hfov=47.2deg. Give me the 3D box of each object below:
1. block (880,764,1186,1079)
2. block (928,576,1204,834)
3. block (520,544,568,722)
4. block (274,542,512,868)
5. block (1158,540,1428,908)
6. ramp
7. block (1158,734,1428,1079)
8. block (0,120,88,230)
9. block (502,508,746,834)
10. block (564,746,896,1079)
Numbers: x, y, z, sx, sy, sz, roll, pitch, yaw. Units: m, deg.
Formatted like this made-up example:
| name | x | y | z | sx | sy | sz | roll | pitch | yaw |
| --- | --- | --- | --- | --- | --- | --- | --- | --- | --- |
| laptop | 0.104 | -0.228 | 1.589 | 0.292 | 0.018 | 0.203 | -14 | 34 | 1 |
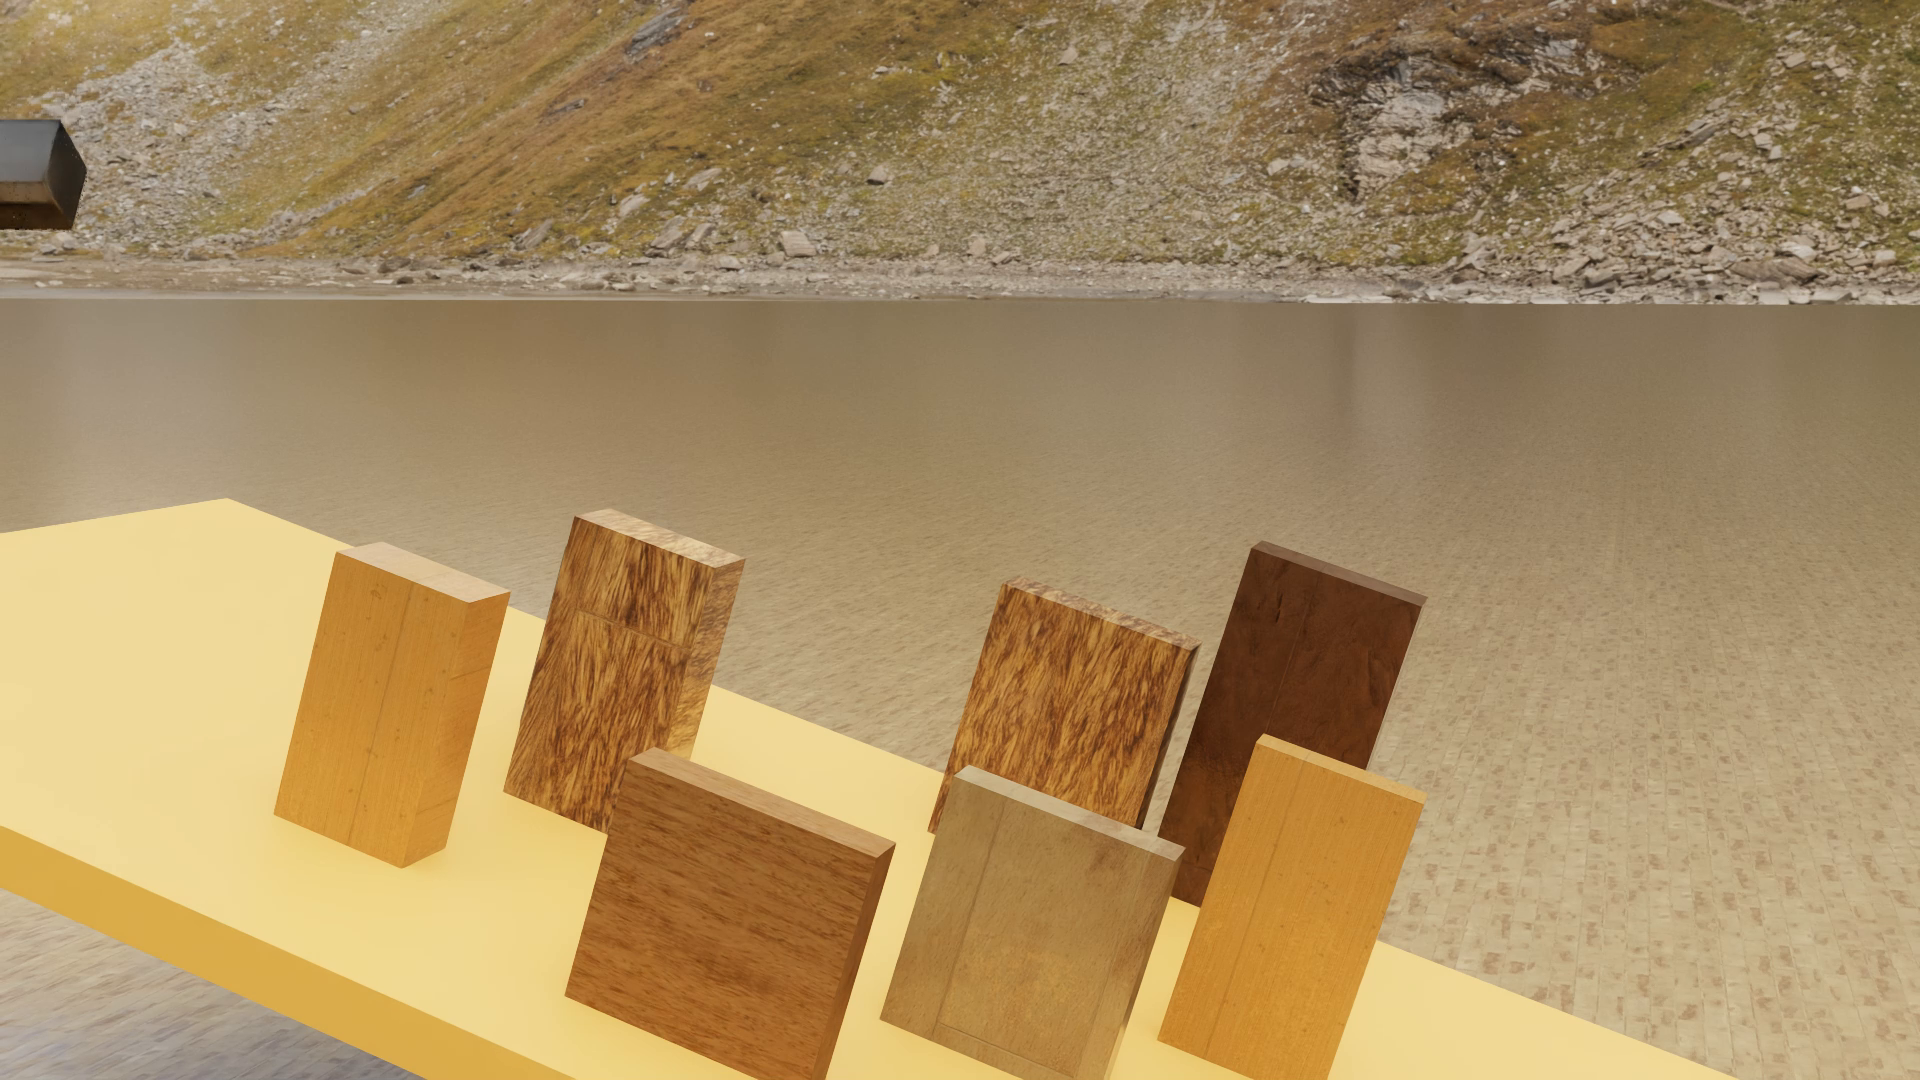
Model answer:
| name | x | y | z | sx | sy | sz | roll | pitch | yaw |
| --- | --- | --- | --- | --- | --- | --- | --- | --- | --- |
| block | 0.119 | 0.665 | 3.704 | 0.394 | 0.453 | 0.089 | 20 | 12 | 14 |
| block | 0.221 | 0.421 | 4.696 | 0.423 | 0.573 | 0.129 | 20 | 12 | 14 |
| block | -0.711 | 0.246 | 4.637 | 0.329 | 0.401 | 0.114 | 20 | 12 | 14 |
| block | -0.992 | 0.285 | 3.838 | 0.264 | 0.491 | 0.146 | 20 | 12 | 14 |
| block | 0.698 | 0.438 | 4.754 | 0.374 | 0.786 | 0.144 | 20 | 12 | 14 |
| ramp | -0.366 | 0.703 | 4.232 | 4.000 | 0.100 | 2.000 | 20 | 12 | 14 |
| block | 0.594 | 0.681 | 3.955 | 0.308 | 0.590 | 0.083 | 20 | 12 | 14 |
| block | -1.860 | -0.729 | 4.387 | 0.153 | 0.153 | 0.153 | 0 | -29 | 0 |
| block | -0.648 | 0.262 | 4.237 | 0.300 | 0.568 | 0.147 | 20 | 12 | 14 |
| block | -0.364 | 0.597 | 3.452 | 0.426 | 0.410 | 0.094 | 20 | 12 | 14 |
